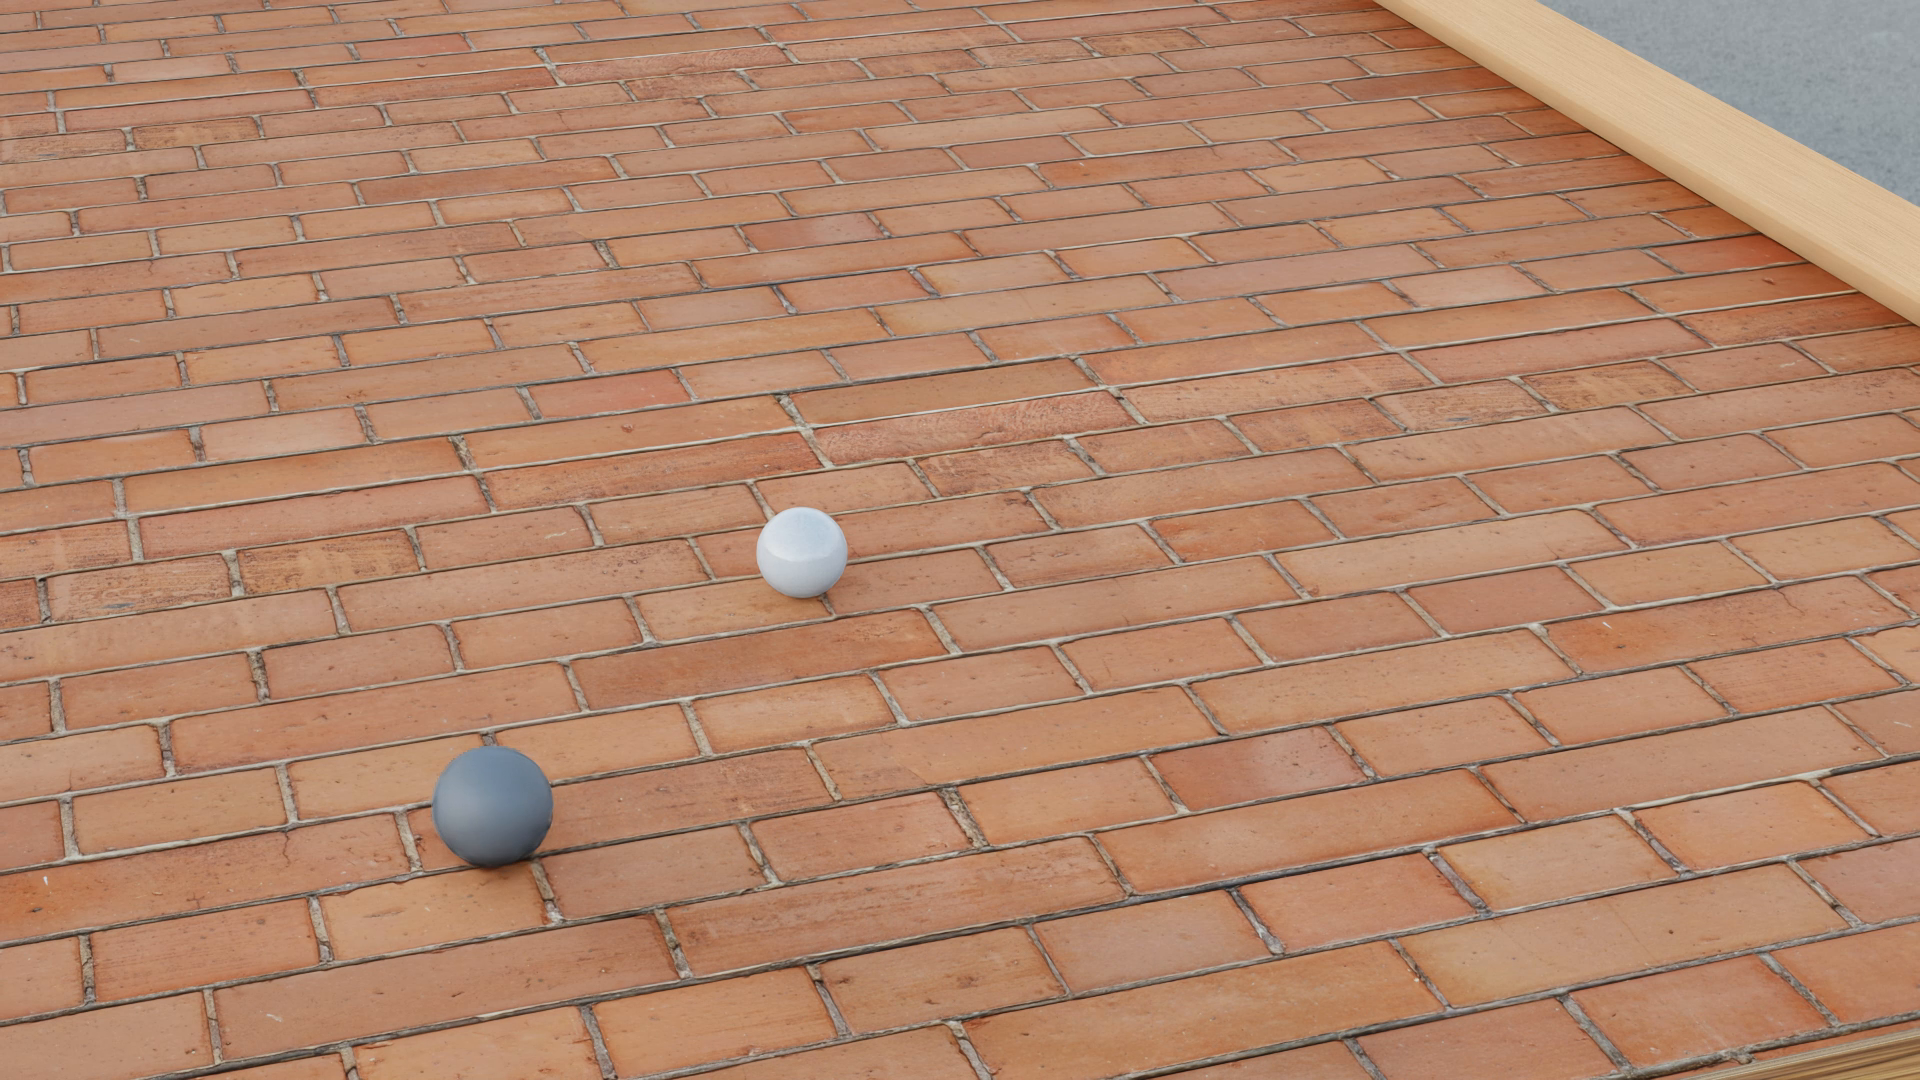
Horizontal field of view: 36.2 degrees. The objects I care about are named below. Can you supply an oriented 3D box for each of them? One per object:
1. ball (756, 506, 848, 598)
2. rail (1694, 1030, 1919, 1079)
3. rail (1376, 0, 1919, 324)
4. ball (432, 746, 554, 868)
[{"bbox_3d":[-0.106,0.008,1.982,0.062,0.062,0.062,0,26,0],"label":"ball"},{"bbox_3d":[0.232,0.294,1.356,1.809,0.095,0.045,-8,27,-16],"label":"rail"},{"bbox_3d":[0.598,-0.450,2.886,0.045,0.095,3.050,-8,27,-16],"label":"rail"},{"bbox_3d":[-0.266,0.152,1.679,0.068,0.068,0.068,0,26,0],"label":"ball"}]
